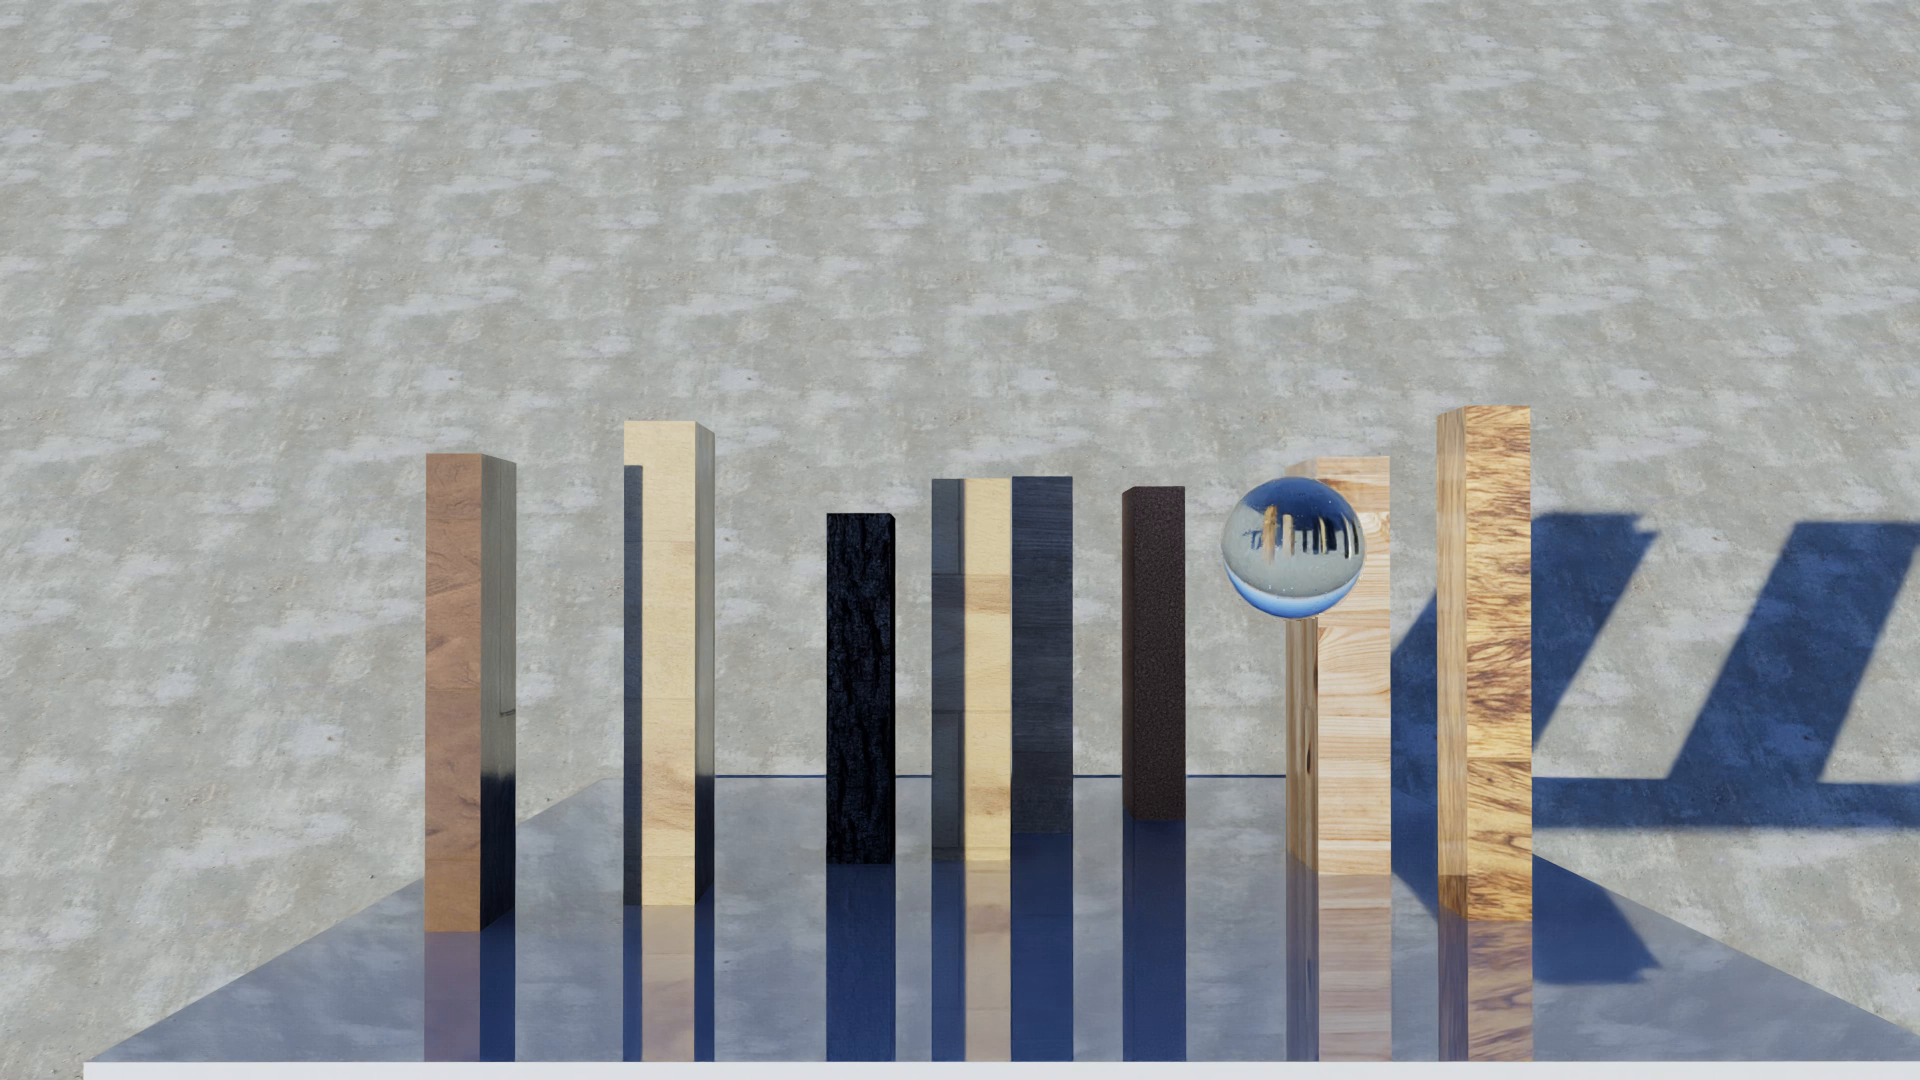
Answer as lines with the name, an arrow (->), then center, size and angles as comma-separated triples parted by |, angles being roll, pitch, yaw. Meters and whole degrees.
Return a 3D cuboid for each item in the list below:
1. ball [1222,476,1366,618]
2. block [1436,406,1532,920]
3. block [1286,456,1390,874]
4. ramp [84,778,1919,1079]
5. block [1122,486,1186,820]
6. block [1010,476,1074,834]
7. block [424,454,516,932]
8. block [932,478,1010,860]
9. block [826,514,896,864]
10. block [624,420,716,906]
ball -> 0.345, 0.008, 2.682 | 0.147, 0.147, 0.147 | 0, 33, 0
block -> 0.810, 0.186, 4.019 | 0.096, 0.774, 0.242 | 0, -1, 0
block -> 0.686, 0.221, 4.738 | 0.126, 0.728, 0.448 | 0, -1, 0
ramp -> 0.072, 0.635, 4.741 | 2.000, 0.100, 4.000 | 0, -1, 0
block -> 0.428, 0.245, 5.762 | 0.109, 0.714, 0.427 | 0, -1, 0
block -> 0.167, 0.235, 5.415 | 0.123, 0.723, 0.329 | 0, -1, 0
block -> -0.739, 0.224, 3.929 | 0.081, 0.696, 0.301 | 0, -1, 0
block -> 0.020, 0.239, 4.899 | 0.144, 0.698, 0.304 | 0, -1, 0
block -> -0.184, 0.271, 4.893 | 0.115, 0.633, 0.416 | 0, -1, 0
block -> -0.474, 0.196, 4.255 | 0.112, 0.762, 0.337 | 0, -1, 0
